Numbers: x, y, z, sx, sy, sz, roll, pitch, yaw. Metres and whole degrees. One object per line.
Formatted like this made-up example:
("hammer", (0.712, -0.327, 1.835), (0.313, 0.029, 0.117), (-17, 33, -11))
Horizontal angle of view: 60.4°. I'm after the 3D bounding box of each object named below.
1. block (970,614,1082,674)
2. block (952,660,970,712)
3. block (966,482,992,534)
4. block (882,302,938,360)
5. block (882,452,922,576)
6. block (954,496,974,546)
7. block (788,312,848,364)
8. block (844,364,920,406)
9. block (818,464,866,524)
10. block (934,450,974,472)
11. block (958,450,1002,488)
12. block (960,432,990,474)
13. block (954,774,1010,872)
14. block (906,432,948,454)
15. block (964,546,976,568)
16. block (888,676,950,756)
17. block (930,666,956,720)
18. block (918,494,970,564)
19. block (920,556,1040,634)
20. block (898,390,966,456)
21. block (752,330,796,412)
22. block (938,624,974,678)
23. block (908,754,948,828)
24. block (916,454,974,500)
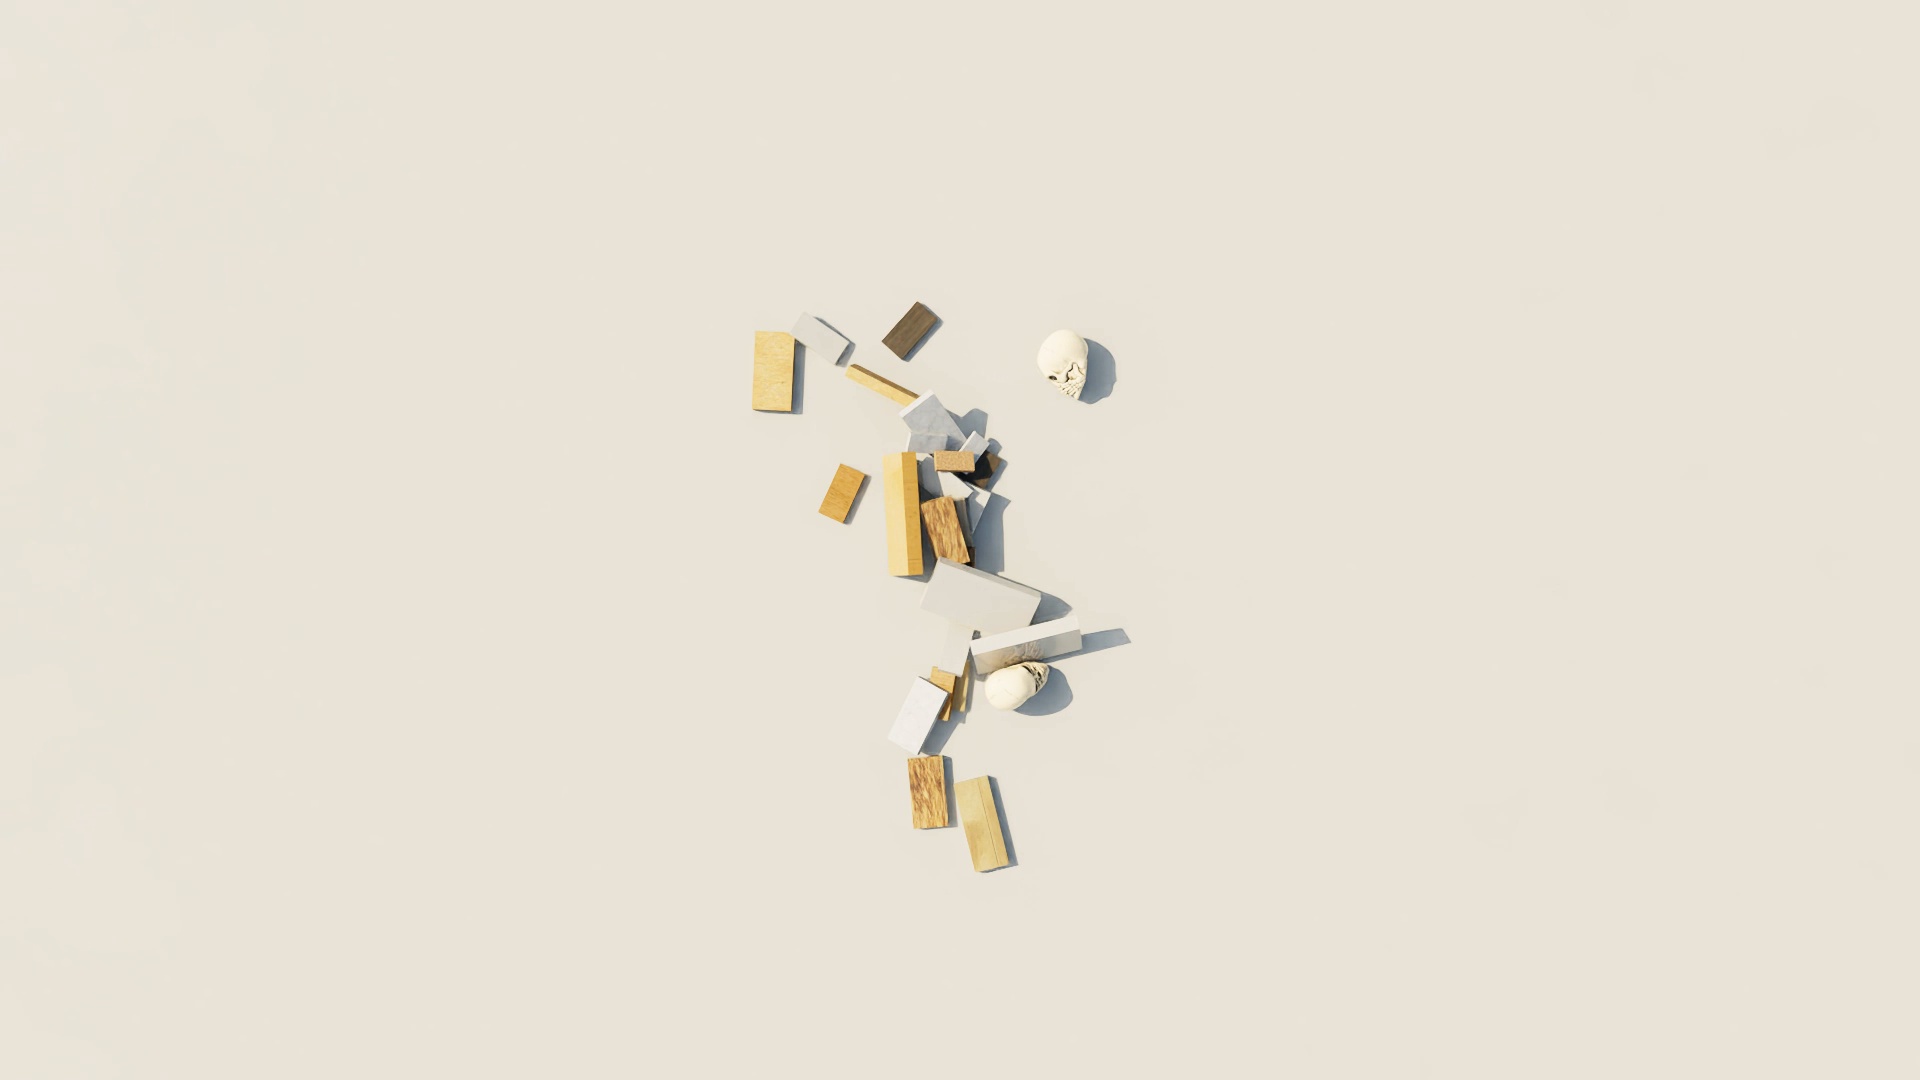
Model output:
("block", (0.218, 0.345, 5.409), (0.356, 0.178, 0.050), (-14, 64, 0))
("block", (-0.017, 0.482, 5.488), (0.083, 0.023, 0.166), (6, 90, 0))
("block", (0.022, -0.090, 5.465), (0.095, 0.027, 0.189), (24, 103, 2))
("block", (-0.168, -0.697, 5.487), (0.090, 0.026, 0.180), (42, 90, 0))
("block", (-0.189, -0.084, 5.408), (0.050, 0.178, 0.398), (-3, 90, -23))
("block", (-0.023, -0.027, 5.438), (0.113, 0.032, 0.225), (-8, 112, 6))
("block", (-0.468, -0.669, 5.467), (0.180, 0.025, 0.090), (34, 84, -10))
("block", (-0.248, -0.504, 5.433), (0.259, 0.130, 0.037), (26, 101, 0))
("block", (-0.394, -0.155, 5.487), (0.090, 0.026, 0.180), (25, 90, 0))
("block", (-0.019, -0.257, 5.404), (0.130, 0.018, 0.065), (1, 74, -19))
("block", (0.048, -0.212, 5.487), (0.095, 0.027, 0.189), (32, 90, 0))
("block", (0.034, -0.287, 5.451), (0.065, 0.018, 0.131), (36, 90, -25))
("block", (0.070, 0.943, 5.484), (0.116, 0.033, 0.300), (-14, 90, 0))
("block", (-0.109, -0.316, 5.388), (0.131, 0.018, 0.065), (3, 116, -24))
("block", (-0.008, 0.134, 5.454), (0.113, 0.032, 0.225), (1, 105, 2))
("block", (-0.137, 0.581, 5.456), (0.116, 0.033, 0.232), (28, 96, 16))
("block", (-0.063, 0.508, 5.465), (0.083, 0.023, 0.166), (9, 91, 17))
("block", (-0.051, -0.026, 5.380), (0.113, 0.032, 0.225), (-15, 104, 6))
("block", (0.066, 0.197, 5.415), (0.356, 0.050, 0.178), (20, 112, -9))
("block", (-0.077, -0.358, 5.412), (0.130, 0.037, 0.259), (-37, 124, 0))
("block", (-0.619, -0.560, 5.482), (0.130, 0.037, 0.259), (3, 90, 0))
("block", (-0.014, 0.364, 5.456), (0.083, 0.023, 0.166), (15, 66, 0))
("block", (-0.107, 0.837, 5.484), (0.116, 0.033, 0.232), (-5, 90, 0))
("block", (-0.060, -0.189, 5.423), (0.189, 0.027, 0.095), (40, 103, -5))
